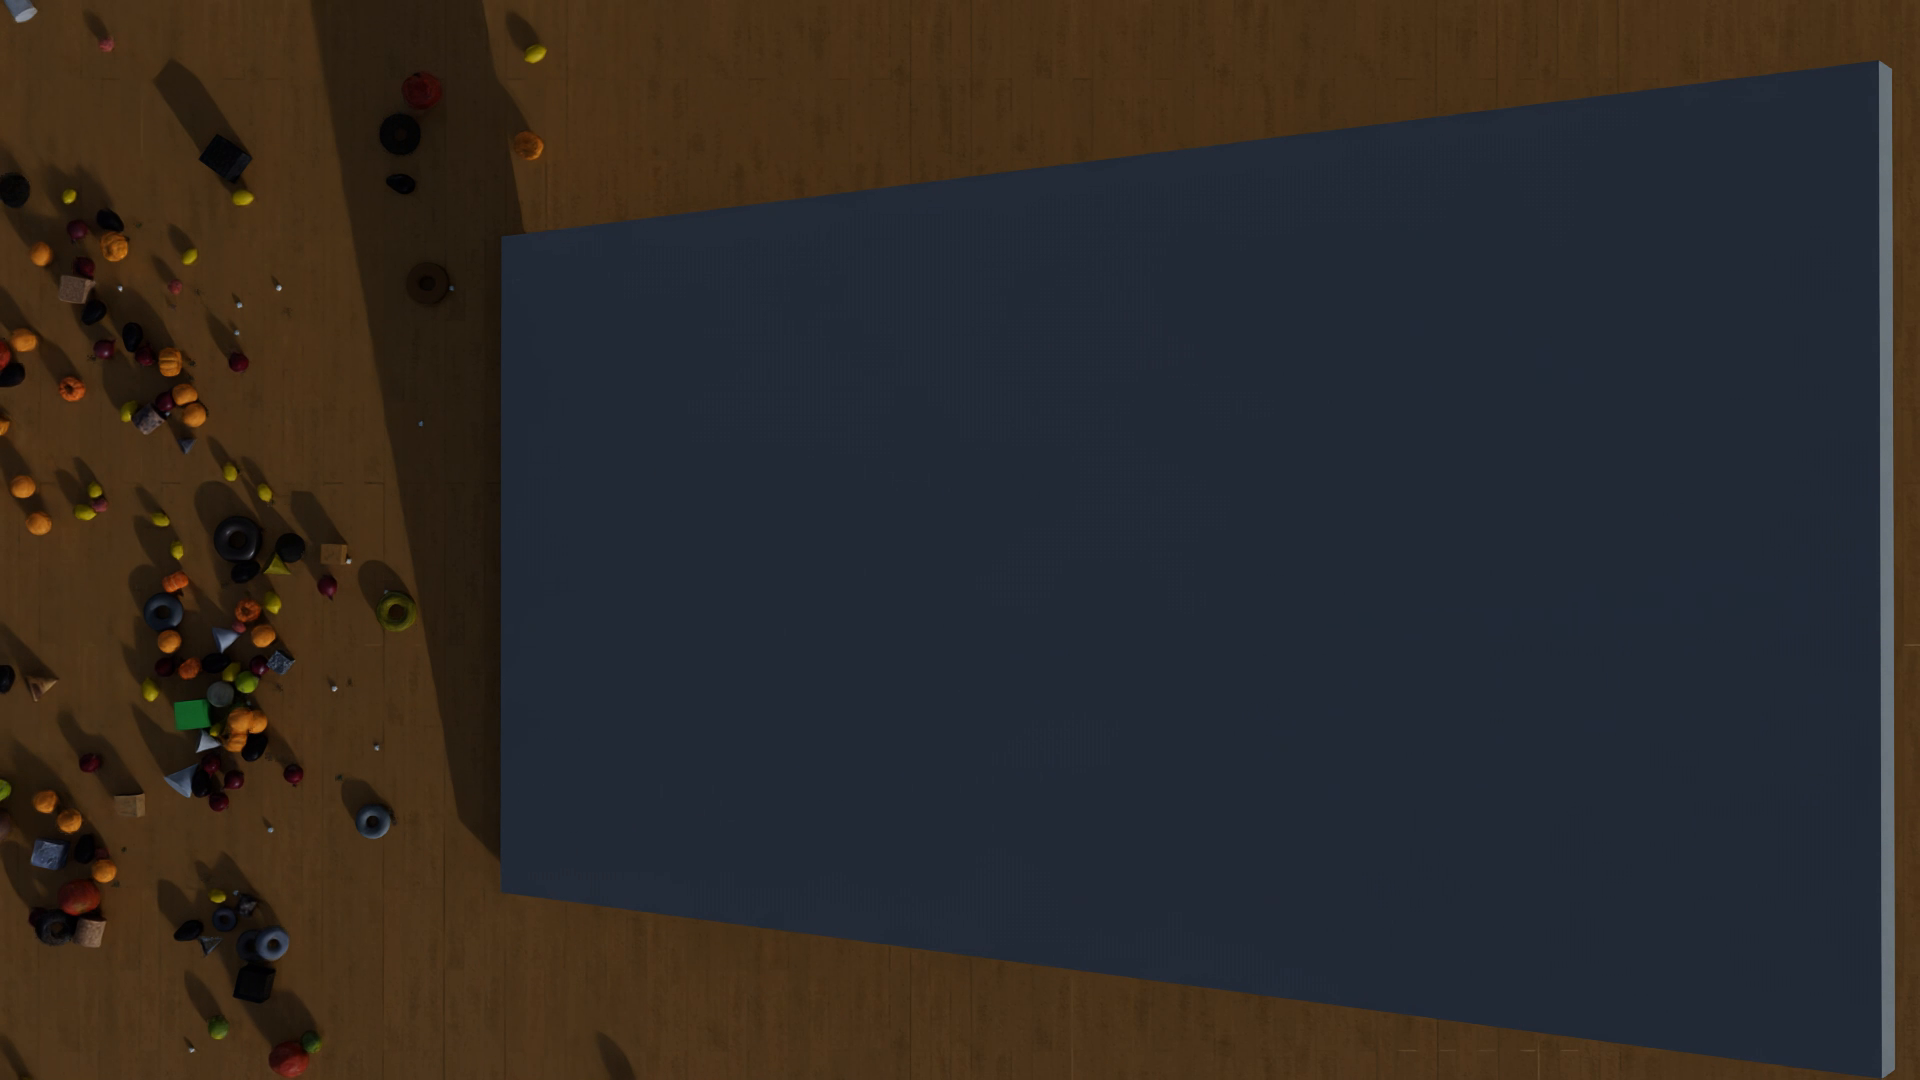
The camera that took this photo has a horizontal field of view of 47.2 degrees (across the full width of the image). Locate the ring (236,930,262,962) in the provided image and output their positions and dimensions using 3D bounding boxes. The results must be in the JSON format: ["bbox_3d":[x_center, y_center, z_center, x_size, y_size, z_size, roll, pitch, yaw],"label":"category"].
[{"bbox_3d":[-2.174,1.249,6.763,0.101,0.034,0.101,0,88,0],"label":"ring"}]

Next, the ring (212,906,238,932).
[{"bbox_3d":[-2.263,1.167,6.767,0.078,0.026,0.078,0,91,1],"label":"ring"}]

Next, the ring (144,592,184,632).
[{"bbox_3d":[-2.451,0.222,6.767,0.122,0.041,0.122,0,88,1],"label":"ring"}]

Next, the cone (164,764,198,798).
[{"bbox_3d":[-2.373,0.723,6.761,0.100,0.100,0.100,36,63,0],"label":"cone"}]

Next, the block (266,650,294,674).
[{"bbox_3d":[-2.088,0.376,6.758,0.054,0.054,0.054,37,90,0],"label":"block"}]

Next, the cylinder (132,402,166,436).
[{"bbox_3d":[-2.492,-0.373,6.755,0.073,0.073,0.073,-40,90,-2],"label":"cylinder"}]

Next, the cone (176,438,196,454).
[{"bbox_3d":[-2.376,-0.301,6.778,0.055,0.055,0.055,-32,90,-27],"label":"cone"}]

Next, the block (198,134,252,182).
[{"bbox_3d":[-2.253,-1.170,6.748,0.097,0.097,0.097,36,90,0],"label":"block"}]

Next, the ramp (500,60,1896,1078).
[{"bbox_3d":[0.233,0.065,5.553,4.000,0.100,2.000,0,89,37],"label":"ramp"}]

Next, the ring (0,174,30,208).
[{"bbox_3d":[-2.913,-1.076,6.772,0.102,0.034,0.102,0,88,12],"label":"ring"}]

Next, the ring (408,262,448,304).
[{"bbox_3d":[-1.639,-0.790,6.773,0.130,0.043,0.130,0,89,-1],"label":"ring"}]

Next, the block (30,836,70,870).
[{"bbox_3d":[-2.788,0.960,6.742,0.078,0.078,0.078,13,90,0],"label":"block"}]

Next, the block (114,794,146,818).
[{"bbox_3d":[-2.548,0.815,6.748,0.068,0.068,0.068,-1,90,0],"label":"block"}]

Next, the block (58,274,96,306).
[{"bbox_3d":[-2.713,-0.766,6.756,0.076,0.076,0.076,10,90,0],"label":"block"}]

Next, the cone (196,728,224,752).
[{"bbox_3d":[-2.303,0.624,6.766,0.078,0.078,0.078,15,90,-26],"label":"cone"}]

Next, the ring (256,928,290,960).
[{"bbox_3d":[-2.108,1.238,6.743,0.103,0.034,0.103,-5,99,-34],"label":"ring"}]

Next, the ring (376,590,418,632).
[{"bbox_3d":[-1.734,0.219,6.766,0.128,0.043,0.128,0,90,-1],"label":"ring"}]

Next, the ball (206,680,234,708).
[{"bbox_3d":[-2.268,0.472,6.744,0.081,0.081,0.081,0,90,0],"label":"ball"}]

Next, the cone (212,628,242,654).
[{"bbox_3d":[-2.244,0.296,6.767,0.085,0.085,0.085,-19,90,-27],"label":"cone"}]

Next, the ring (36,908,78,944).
[{"bbox_3d":[-2.768,1.185,6.738,0.122,0.041,0.122,-10,115,-22],"label":"ring"}]

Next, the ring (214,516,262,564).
[{"bbox_3d":[-2.221,-0.001,6.764,0.148,0.049,0.148,0,90,-1],"label":"ring"}]

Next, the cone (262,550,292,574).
[{"bbox_3d":[-2.092,0.087,6.770,0.080,0.080,0.080,33,90,-26],"label":"cone"}]

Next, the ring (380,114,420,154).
[{"bbox_3d":[-1.726,-1.250,6.776,0.127,0.042,0.127,0,90,1],"label":"ring"}]

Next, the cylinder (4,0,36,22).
[{"bbox_3d":[-2.892,-1.643,6.766,0.069,0.069,0.069,-35,90,0],"label":"cylinder"}]

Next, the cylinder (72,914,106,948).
[{"bbox_3d":[-2.668,1.197,6.738,0.082,0.082,0.082,14,90,0],"label":"cylinder"}]

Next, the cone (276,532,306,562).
[{"bbox_3d":[-2.068,0.024,6.742,0.093,0.093,0.093,0,90,0],"label":"cone"}]

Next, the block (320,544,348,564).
[{"bbox_3d":[-1.923,0.043,6.757,0.062,0.062,0.062,3,90,0],"label":"block"}]

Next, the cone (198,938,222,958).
[{"bbox_3d":[-2.300,1.240,6.764,0.067,0.067,0.067,-21,90,-27],"label":"cone"}]

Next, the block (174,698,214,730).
[{"bbox_3d":[-2.347,0.534,6.741,0.087,0.087,0.087,-6,90,0],"label":"block"}]

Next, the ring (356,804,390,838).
[{"bbox_3d":[-1.806,0.865,6.764,0.109,0.036,0.109,0,91,1],"label":"ring"}]

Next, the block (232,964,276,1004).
[{"bbox_3d":[-2.160,1.359,6.735,0.087,0.087,0.087,14,90,0],"label":"block"}]
